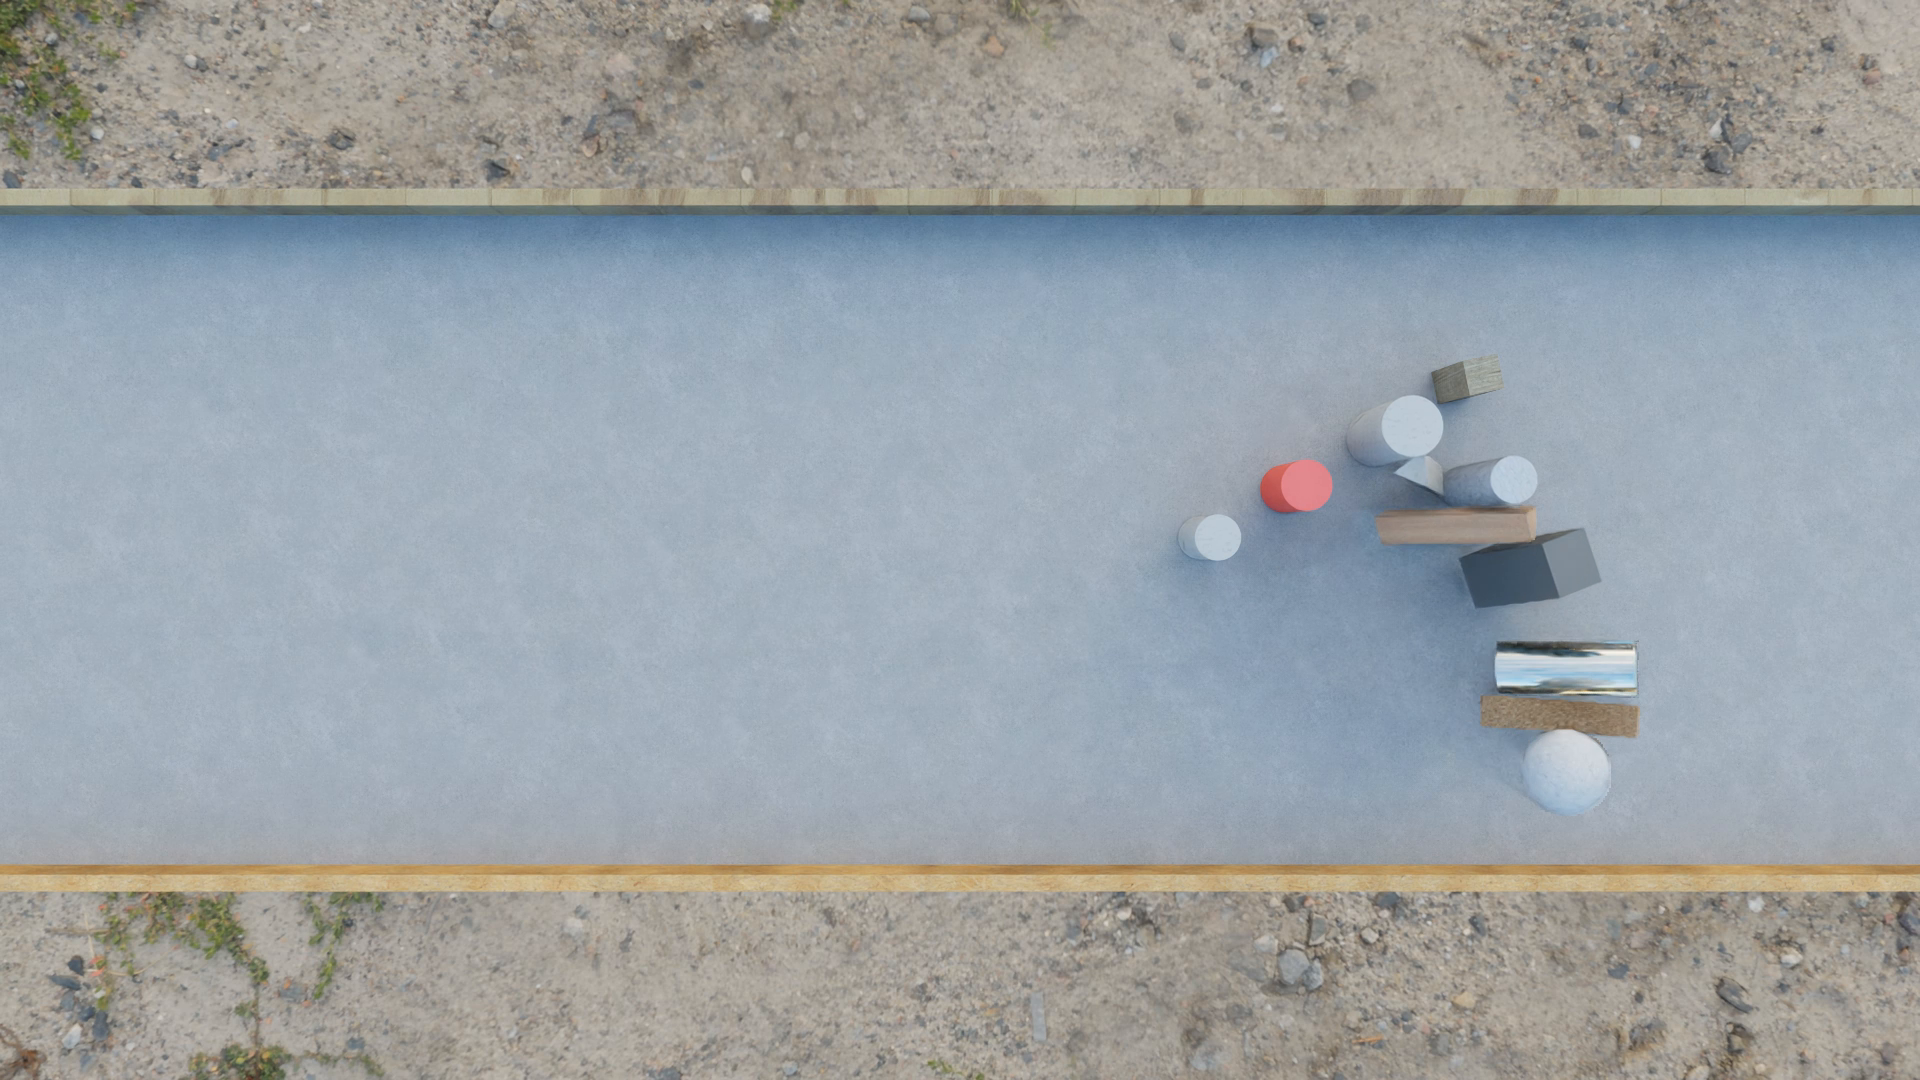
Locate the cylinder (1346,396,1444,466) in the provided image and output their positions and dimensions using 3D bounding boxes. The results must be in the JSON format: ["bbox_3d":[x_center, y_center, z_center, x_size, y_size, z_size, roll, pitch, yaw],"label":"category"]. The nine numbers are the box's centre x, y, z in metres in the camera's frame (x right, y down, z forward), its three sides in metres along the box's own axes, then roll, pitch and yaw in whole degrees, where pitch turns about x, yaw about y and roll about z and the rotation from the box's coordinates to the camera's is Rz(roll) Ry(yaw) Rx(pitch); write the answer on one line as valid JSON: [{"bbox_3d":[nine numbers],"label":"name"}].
[{"bbox_3d":[1.276,-0.317,4.863,0.174,0.423,0.174,0,89,0],"label":"cylinder"}]

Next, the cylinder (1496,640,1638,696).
[{"bbox_3d":[1.810,0.381,4.923,0.387,0.161,0.161,-2,90,25],"label":"cylinder"}]

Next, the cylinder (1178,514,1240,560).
[{"bbox_3d":[0.738,-0.007,4.897,0.132,0.359,0.132,0,90,0],"label":"cylinder"}]

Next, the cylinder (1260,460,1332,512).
[{"bbox_3d":[0.998,-0.158,4.912,0.148,0.328,0.148,0,90,0],"label":"cylinder"}]

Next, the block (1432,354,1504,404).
[{"bbox_3d":[1.511,-0.478,4.917,0.102,0.320,0.102,-12,90,0],"label":"block"}]

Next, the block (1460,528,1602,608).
[{"bbox_3d":[1.680,0.087,4.877,0.163,0.364,0.163,-18,90,-23],"label":"block"}]

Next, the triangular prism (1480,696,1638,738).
[{"bbox_3d":[1.799,0.510,4.962,0.441,0.085,0.099,3,46,13],"label":"triangular prism"}]

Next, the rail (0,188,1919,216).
[{"bbox_3d":[-2.247,-1.025,5.002,12.000,0.150,0.050,0,90,0],"label":"rail"}]

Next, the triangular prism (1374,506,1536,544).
[{"bbox_3d":[1.463,-0.056,4.897,0.451,0.095,0.109,-1,72,34],"label":"triangular prism"}]

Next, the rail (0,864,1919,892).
[{"bbox_3d":[-2.247,1.025,5.001,12.000,0.150,0.050,0,90,0],"label":"rail"}]

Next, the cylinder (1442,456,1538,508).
[{"bbox_3d":[1.554,-0.165,4.864,0.135,0.418,0.135,0,89,-3],"label":"cylinder"}]

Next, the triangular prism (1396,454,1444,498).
[{"bbox_3d":[1.387,-0.202,4.910,0.098,0.314,0.085,26,97,25],"label":"triangular prism"}]

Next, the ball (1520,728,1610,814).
[{"bbox_3d":[1.737,0.663,4.736,0.240,0.240,0.240,0,90,0],"label":"ball"}]
